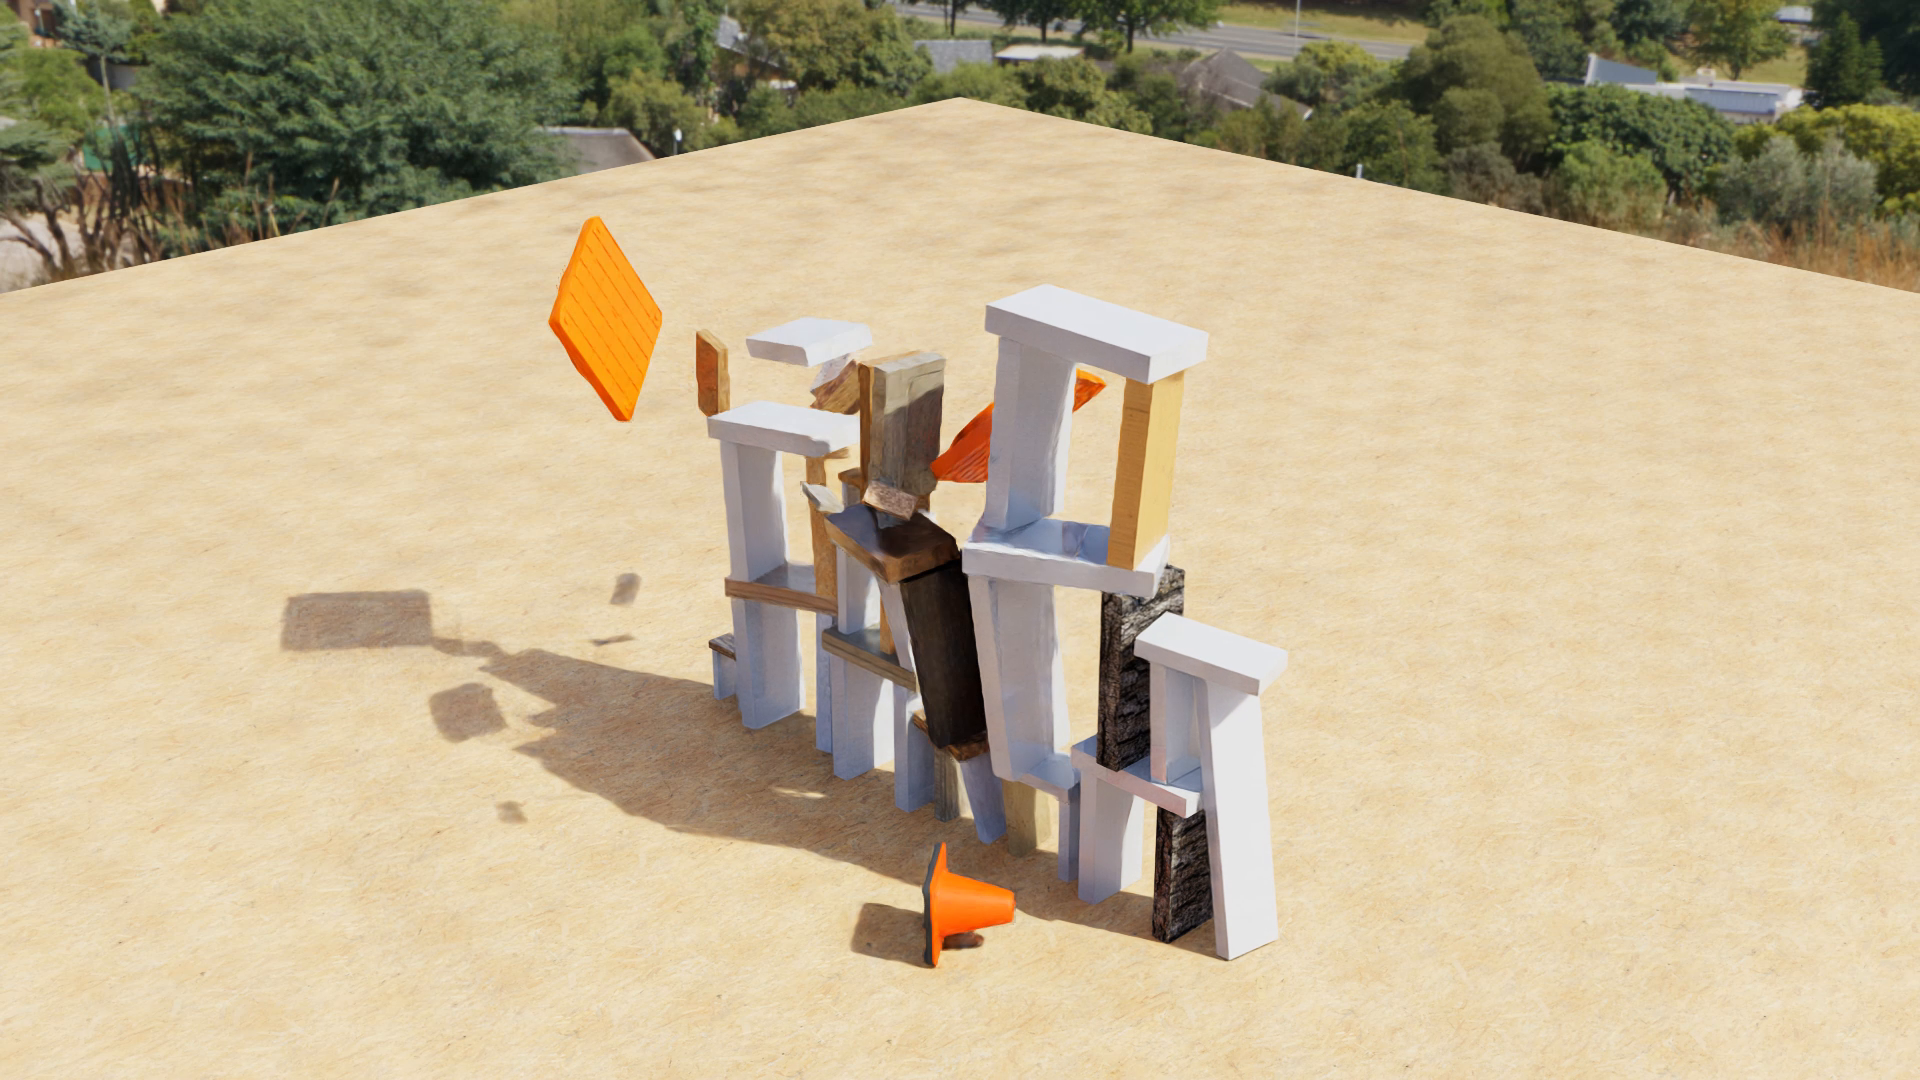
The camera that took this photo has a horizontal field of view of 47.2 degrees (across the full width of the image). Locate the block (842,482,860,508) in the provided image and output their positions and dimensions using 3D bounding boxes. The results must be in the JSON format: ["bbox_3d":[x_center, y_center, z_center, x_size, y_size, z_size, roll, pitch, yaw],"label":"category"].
[{"bbox_3d":[-0.213,-0.076,4.426,0.051,0.103,0.015,-21,32,-40],"label":"block"}]

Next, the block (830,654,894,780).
[{"bbox_3d":[-0.201,0.347,4.582,0.040,0.282,0.141,21,31,41],"label":"block"}]

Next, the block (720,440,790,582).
[{"bbox_3d":[-0.433,-0.082,4.658,0.044,0.309,0.154,8,22,29],"label":"block"}]

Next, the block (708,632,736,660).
[{"bbox_3d":[-0.494,0.239,4.863,0.121,0.017,0.061,21,31,41],"label":"block"}]

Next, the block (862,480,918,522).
[{"bbox_3d":[-0.128,-0.072,4.025,0.093,0.013,0.046,22,66,5],"label":"block"}]

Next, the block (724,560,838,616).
[{"bbox_3d":[-0.331,0.097,4.676,0.304,0.043,0.152,9,23,26],"label":"block"}]

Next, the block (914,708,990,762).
[{"bbox_3d":[-0.004,0.371,4.323,0.099,0.028,0.197,-17,25,-23],"label":"block"}]

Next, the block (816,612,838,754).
[{"bbox_3d":[-0.241,0.285,4.677,0.043,0.304,0.152,11,19,34],"label":"block"}]

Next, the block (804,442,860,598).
[{"bbox_3d":[-0.255,-0.054,4.565,0.044,0.309,0.154,6,22,23],"label":"block"}]

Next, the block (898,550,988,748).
[{"bbox_3d":[-0.014,0.207,4.159,0.145,0.386,0.041,-21,34,-16],"label":"block"}]

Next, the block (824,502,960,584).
[{"bbox_3d":[-0.132,-0.006,4.138,0.145,0.041,0.290,-21,26,-20],"label":"block"}]

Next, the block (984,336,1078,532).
[{"bbox_3d":[0.129,-0.204,3.948,0.049,0.349,0.175,19,25,35],"label":"block"}]

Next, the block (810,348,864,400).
[{"bbox_3d":[-0.271,-0.403,4.996,0.093,0.026,0.186,-22,31,37],"label":"block"}]

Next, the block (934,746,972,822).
[{"bbox_3d":[-0.006,0.461,4.422,0.099,0.197,0.028,-21,31,-41],"label":"block"}]

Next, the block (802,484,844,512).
[{"bbox_3d":[-0.243,-0.074,3.890,0.046,0.013,0.093,7,20,-28],"label":"block"}]

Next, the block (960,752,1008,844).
[{"bbox_3d":[0.062,0.490,4.333,0.099,0.197,0.028,-31,28,-33],"label":"block"}]

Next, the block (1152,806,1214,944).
[{"bbox_3d":[0.416,0.588,4.022,0.138,0.275,0.039,-21,31,-40],"label":"block"}]

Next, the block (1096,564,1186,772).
[{"bbox_3d":[0.326,0.230,3.972,0.049,0.345,0.172,21,31,40],"label":"block"}]

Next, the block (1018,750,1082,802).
[{"bbox_3d":[0.164,0.436,4.197,0.191,0.027,0.095,19,37,40],"label":"block"}]

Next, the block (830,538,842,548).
[{"bbox_3d":[-0.161,0.006,4.398,0.095,0.027,0.191,-21,31,-40],"label":"block"}]

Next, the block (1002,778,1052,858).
[{"bbox_3d":[0.130,0.515,4.289,0.027,0.191,0.095,19,37,40],"label":"block"}]

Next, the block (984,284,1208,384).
[{"bbox_3d":[0.234,-0.361,3.811,0.349,0.049,0.175,22,30,33],"label":"block"}]

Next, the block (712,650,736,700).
[{"bbox_3d":[-0.523,0.292,4.917,0.017,0.122,0.061,21,31,41],"label":"block"}]

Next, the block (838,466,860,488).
[{"bbox_3d":[-0.190,-0.120,4.378,0.051,0.015,0.103,-21,30,-40],"label":"block"}]

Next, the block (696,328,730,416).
[{"bbox_3d":[-0.520,-0.340,4.624,0.026,0.186,0.093,-20,41,-29],"label":"block"}]

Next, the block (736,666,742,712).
[{"bbox_3d":[-0.466,0.314,4.864,0.017,0.122,0.061,21,31,41],"label":"block"}]

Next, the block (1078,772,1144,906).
[{"bbox_3d":[0.286,0.538,4.141,0.039,0.275,0.138,21,31,41],"label":"block"}]

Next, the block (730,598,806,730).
[{"bbox_3d":[-0.416,0.244,4.790,0.043,0.304,0.152,13,25,41],"label":"block"}]

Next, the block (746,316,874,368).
[{"bbox_3d":[-0.289,-0.378,4.183,0.137,0.039,0.274,-22,18,-24],"label":"block"}]

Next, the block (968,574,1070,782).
[{"bbox_3d":[0.113,0.221,4.110,0.049,0.441,0.172,17,36,40],"label":"block"}]

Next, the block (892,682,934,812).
[{"bbox_3d":[-0.069,0.398,4.461,0.141,0.282,0.040,-21,30,-40],"label":"block"}]

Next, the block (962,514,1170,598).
[{"bbox_3d":[0.191,0.023,3.938,0.345,0.049,0.172,8,25,12],"label":"block"}]

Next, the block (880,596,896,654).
[{"bbox_3d":[-0.117,0.125,4.399,0.095,0.191,0.027,-21,31,-40],"label":"block"}]

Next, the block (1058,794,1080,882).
[{"bbox_3d":[0.231,0.553,4.214,0.027,0.191,0.095,21,31,40],"label":"block"}]

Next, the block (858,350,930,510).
[{"bbox_3d":[-0.126,-0.170,4.284,0.137,0.387,0.039,-15,28,-32],"label":"block"}]

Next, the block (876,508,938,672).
[{"bbox_3d":[-0.082,0.099,4.295,0.145,0.290,0.041,-35,36,-30],"label":"block"}]

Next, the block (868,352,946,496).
[{"bbox_3d":[-0.101,-0.207,4.113,0.137,0.274,0.039,-17,34,-36],"label":"block"}]

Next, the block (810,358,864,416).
[{"bbox_3d":[-0.243,-0.310,4.711,0.093,0.186,0.026,13,42,-42],"label":"block"}]

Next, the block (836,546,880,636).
[{"bbox_3d":[-0.205,0.089,4.482,0.027,0.191,0.095,22,31,40],"label":"block"}]

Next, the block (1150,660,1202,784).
[{"bbox_3d":[0.392,0.305,3.929,0.034,0.239,0.120,18,28,42],"label":"block"}]

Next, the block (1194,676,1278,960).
[{"bbox_3d":[0.495,0.474,3.937,0.120,0.554,0.034,-16,17,-32],"label":"block"}]

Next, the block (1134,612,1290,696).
[{"bbox_3d":[0.438,0.198,3.838,0.239,0.034,0.120,18,31,27],"label":"block"}]

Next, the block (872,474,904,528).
[{"bbox_3d":[-0.135,-0.070,4.063,0.046,0.093,0.013,-12,-3,-4],"label":"block"}]

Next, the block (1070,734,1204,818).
[{"bbox_3d":[0.351,0.418,4.020,0.275,0.039,0.138,21,31,41],"label":"block"}]

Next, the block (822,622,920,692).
[{"bbox_3d":[-0.134,0.224,4.459,0.141,0.040,0.282,-21,31,-40],"label":"block"}]

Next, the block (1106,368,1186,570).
[{"bbox_3d":[0.325,-0.141,3.828,0.049,0.349,0.175,14,27,20],"label":"block"}]

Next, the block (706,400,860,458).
[{"bbox_3d":[-0.358,-0.231,4.532,0.309,0.044,0.154,12,24,38],"label":"block"}]
